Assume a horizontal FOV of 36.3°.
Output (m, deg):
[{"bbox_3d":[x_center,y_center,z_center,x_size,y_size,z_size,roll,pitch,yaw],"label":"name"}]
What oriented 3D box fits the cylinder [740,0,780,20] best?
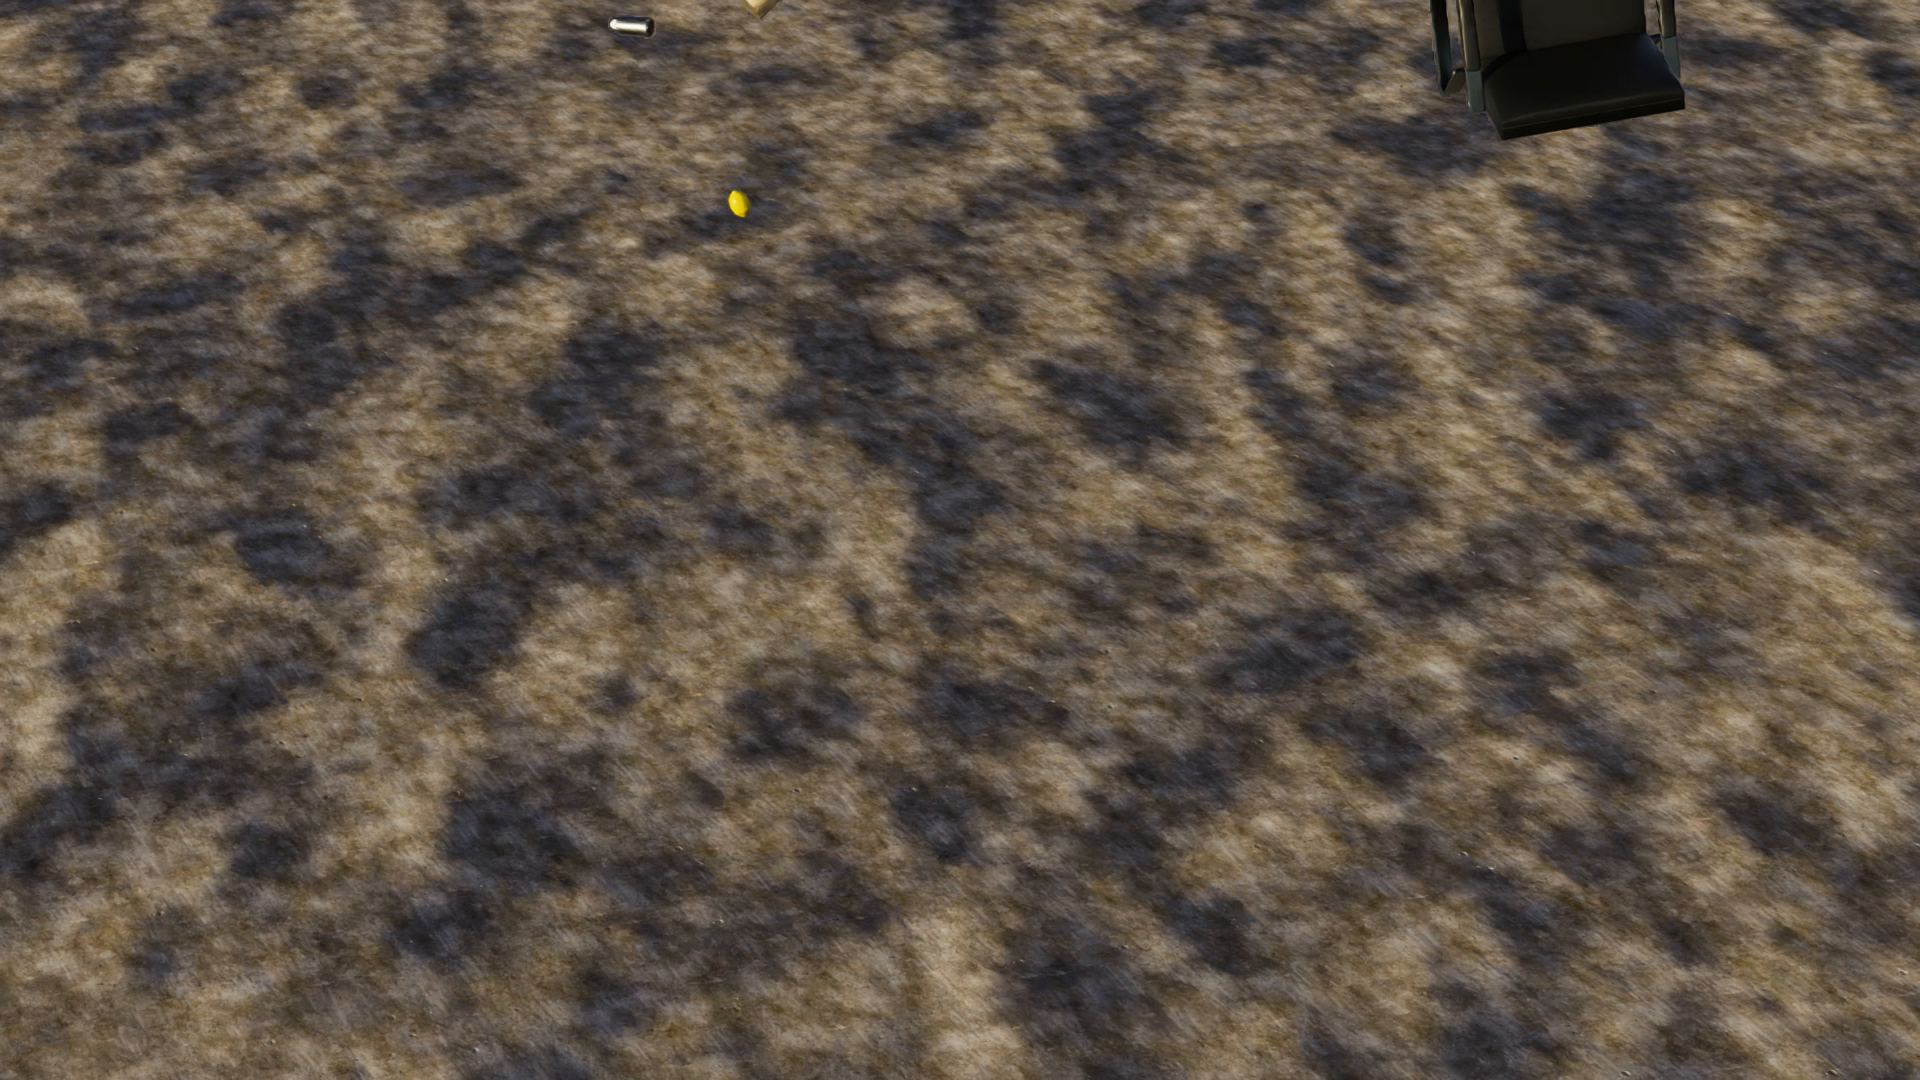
[{"bbox_3d":[-0.533,-1.581,8.312,0.193,0.107,0.194,-43,18,0],"label":"cylinder"}]
